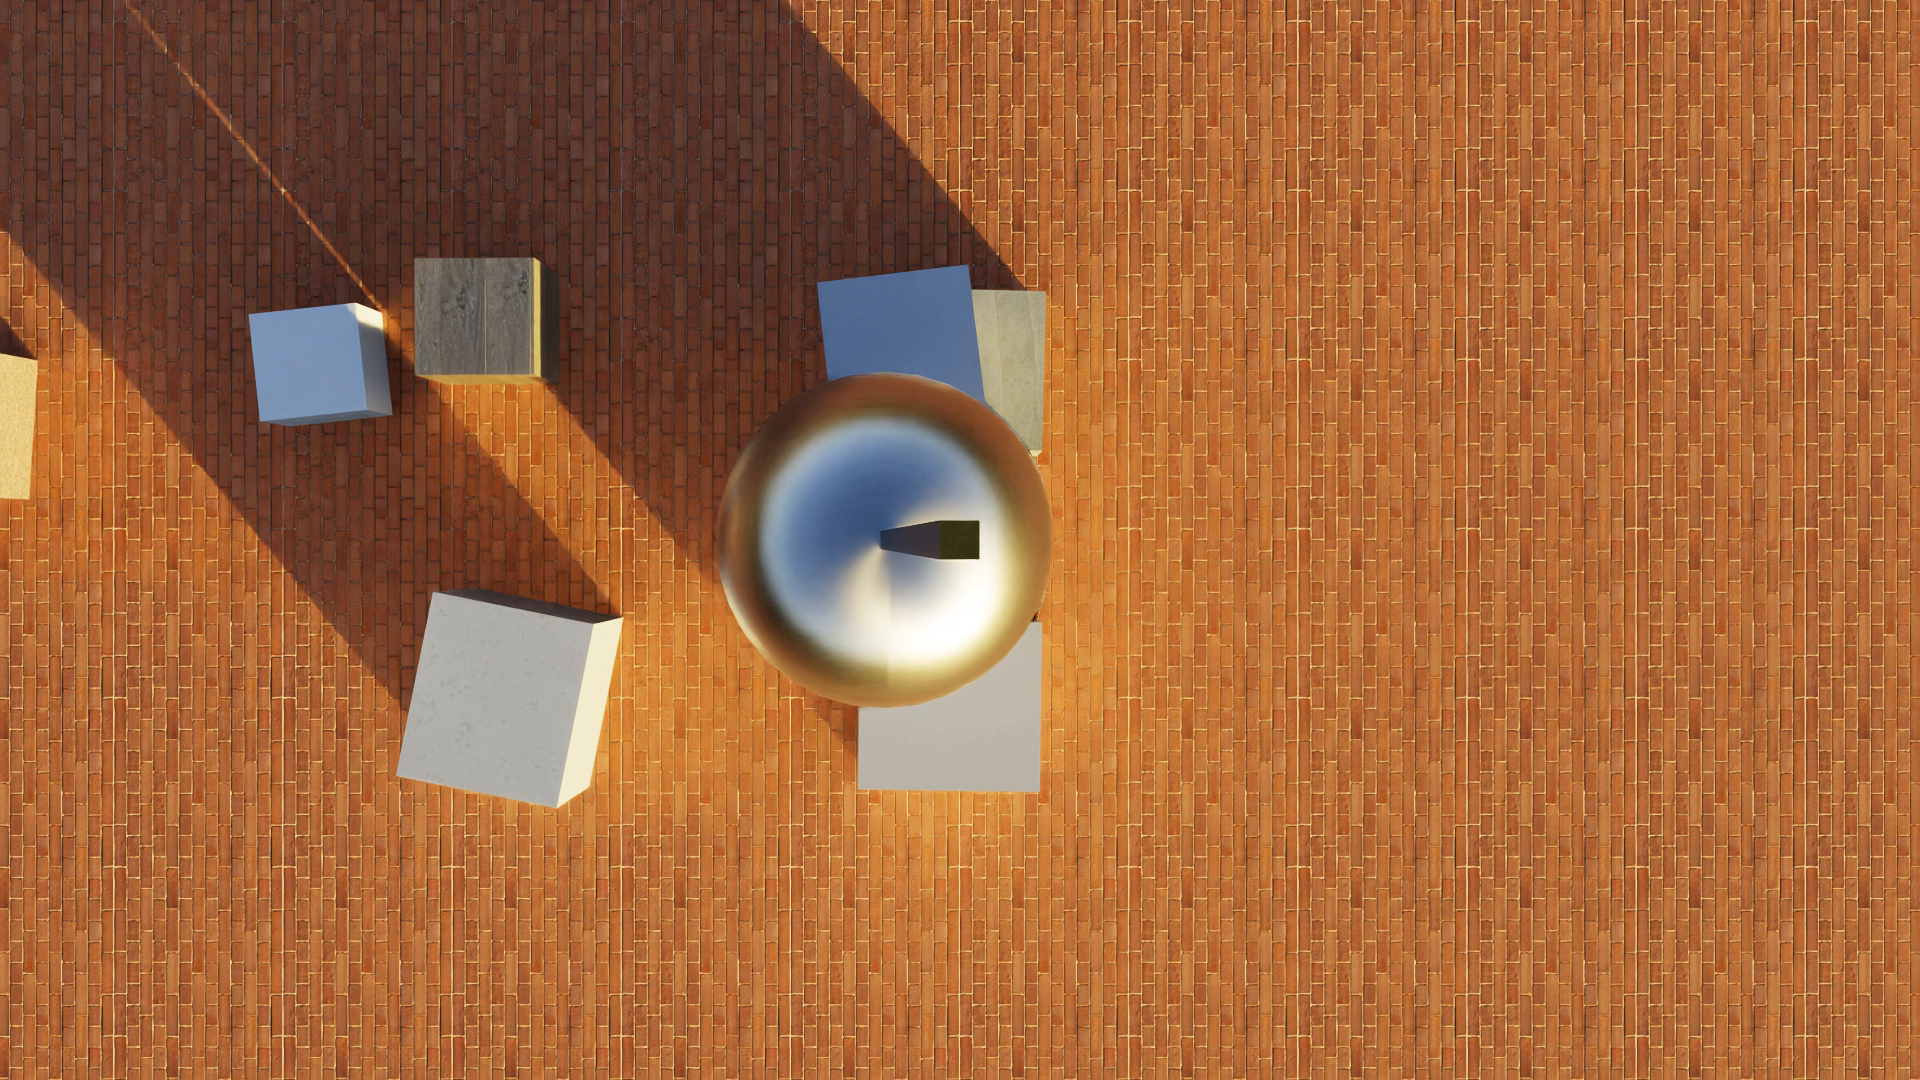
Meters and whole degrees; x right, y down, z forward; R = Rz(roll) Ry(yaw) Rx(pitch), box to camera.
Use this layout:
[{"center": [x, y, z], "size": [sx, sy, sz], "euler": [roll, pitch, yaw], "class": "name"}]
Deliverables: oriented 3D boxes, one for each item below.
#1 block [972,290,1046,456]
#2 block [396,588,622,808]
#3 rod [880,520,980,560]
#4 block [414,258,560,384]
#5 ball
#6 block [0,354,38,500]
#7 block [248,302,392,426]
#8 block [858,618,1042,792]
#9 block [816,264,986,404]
[{"center": [-0.018, -0.948, 12.594], "size": [0.967, 0.811, 0.884], "euler": [1, 90, 0], "class": "block"}, {"center": [-2.529, 0.870, 12.480], "size": [0.893, 1.040, 1.022], "euler": [11, 90, 0], "class": "block"}, {"center": [-0.154, 0.000, 7.045], "size": [0.080, 5.200, 0.080], "euler": [0, 90, -3], "class": "rod"}, {"center": [-2.702, -1.245, 12.618], "size": [0.664, 0.765, 0.650], "euler": [0, 90, 0], "class": "block"}, {"center": [-0.355, 0.000, 10.439], "size": [1.600, 1.600, 1.600], "euler": [0, 90, 0], "class": "ball"}, {"center": [-5.933, -0.679, 12.551], "size": [0.913, 0.898, 0.821], "euler": [4, 90, 0], "class": "block"}, {"center": [-3.690, -1.007, 12.722], "size": [0.609, 0.556, 0.610], "euler": [-6, 90, 0], "class": "block"}, {"center": [-0.055, 0.910, 12.531], "size": [0.998, 0.938, 0.929], "euler": [1, 90, 0], "class": "block"}, {"center": [-0.291, -0.900, 11.683], "size": [0.782, 0.893, 0.816], "euler": [-7, 81, 0], "class": "block"}]
